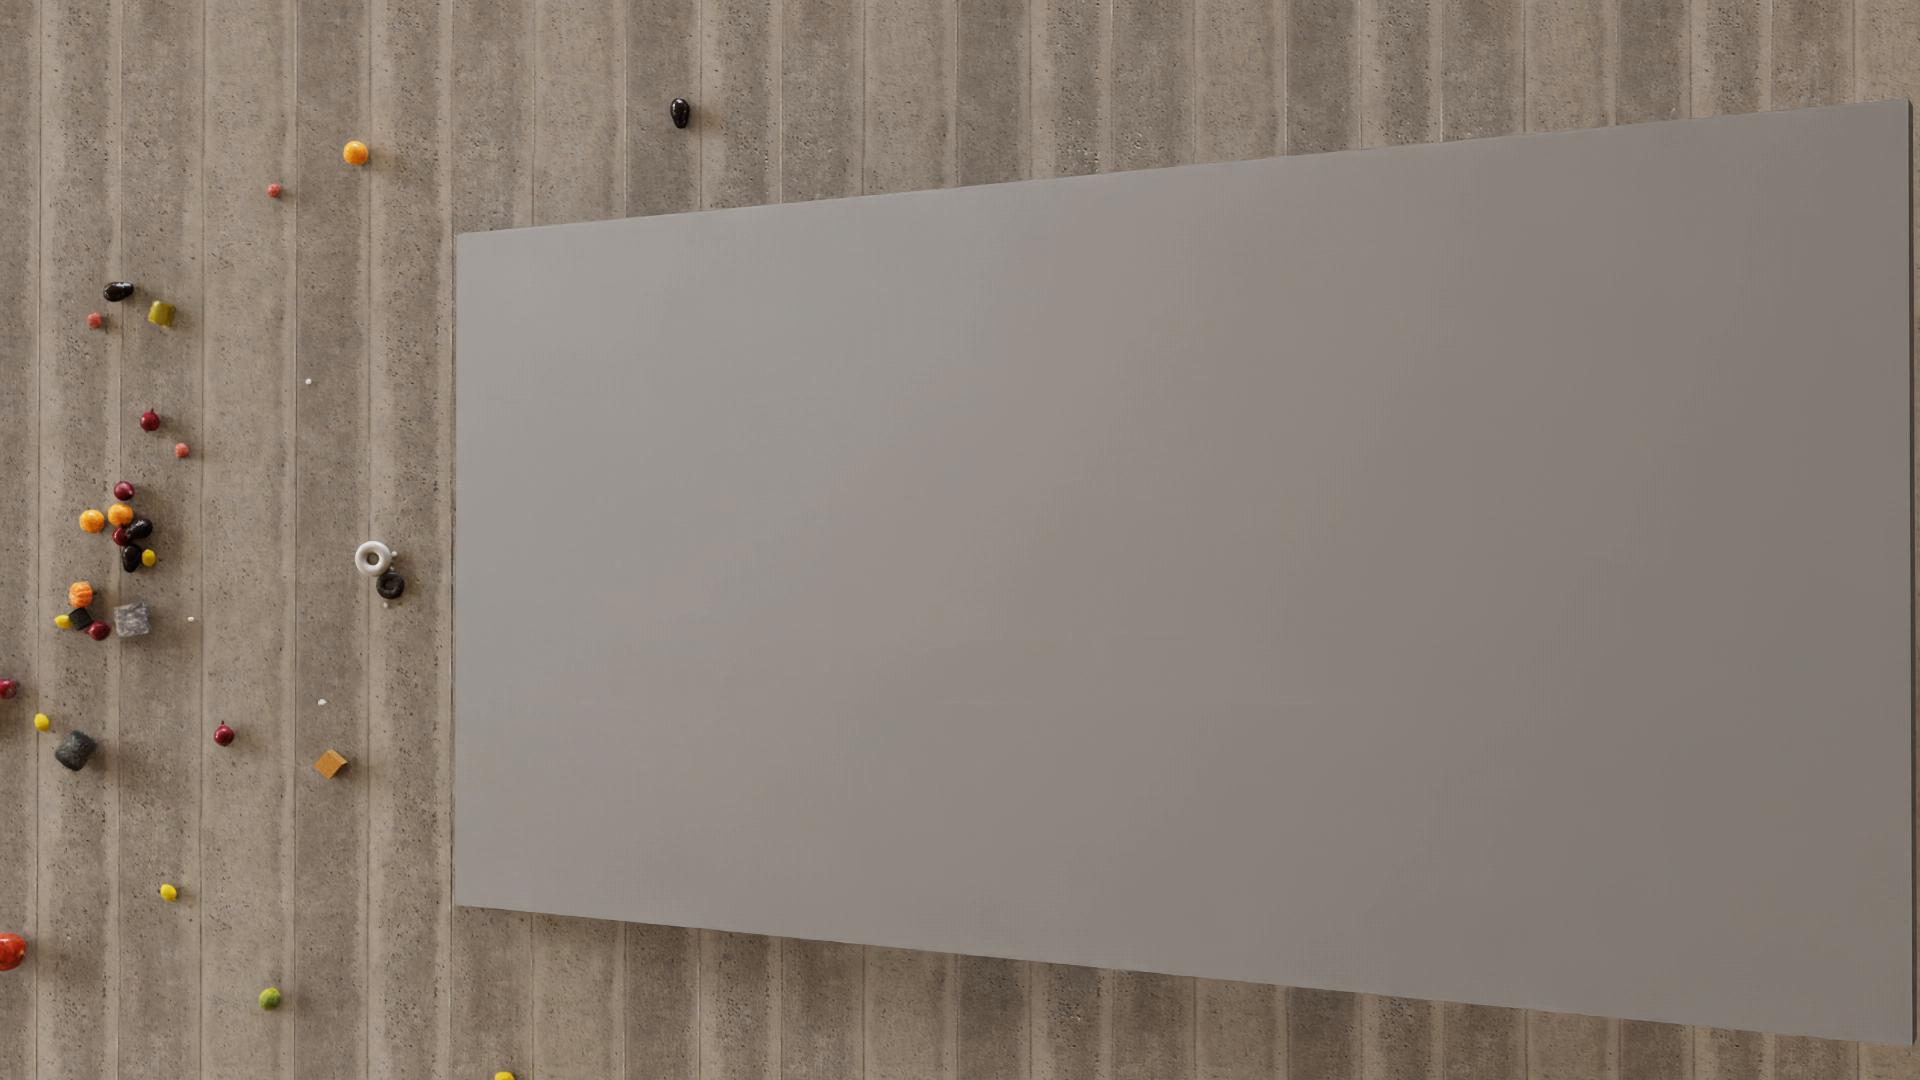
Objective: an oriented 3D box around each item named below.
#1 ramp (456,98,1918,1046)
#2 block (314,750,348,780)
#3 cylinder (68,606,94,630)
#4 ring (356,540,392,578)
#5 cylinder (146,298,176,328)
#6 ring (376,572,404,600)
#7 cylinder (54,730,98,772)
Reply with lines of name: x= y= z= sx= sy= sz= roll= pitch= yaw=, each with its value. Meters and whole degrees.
ramp: x=0.274 y=0.076 z=5.642 sx=4.000 sy=0.100 sz=2.000 roll=0 pitch=89 yaw=29
block: x=-1.892 y=0.674 z=6.611 sx=0.060 sy=0.060 sz=0.060 roll=41 pitch=90 yaw=0
cylinder: x=-2.647 y=0.237 z=6.619 sx=0.053 sy=0.053 sz=0.053 roll=-33 pitch=90 yaw=0
ring: x=-1.769 y=0.057 z=6.630 sx=0.109 sy=0.036 sz=0.109 roll=0 pitch=91 yaw=0
cylinder: x=-2.407 y=-0.682 z=6.623 sx=0.064 sy=0.064 sz=0.064 roll=27 pitch=68 yaw=0
ring: x=-1.718 y=0.137 z=6.633 sx=0.086 sy=0.029 sz=0.086 roll=0 pitch=88 yaw=1
cylinder: x=-2.652 y=0.633 z=6.599 sx=0.087 sy=0.087 sz=0.087 roll=36 pitch=90 yaw=0
